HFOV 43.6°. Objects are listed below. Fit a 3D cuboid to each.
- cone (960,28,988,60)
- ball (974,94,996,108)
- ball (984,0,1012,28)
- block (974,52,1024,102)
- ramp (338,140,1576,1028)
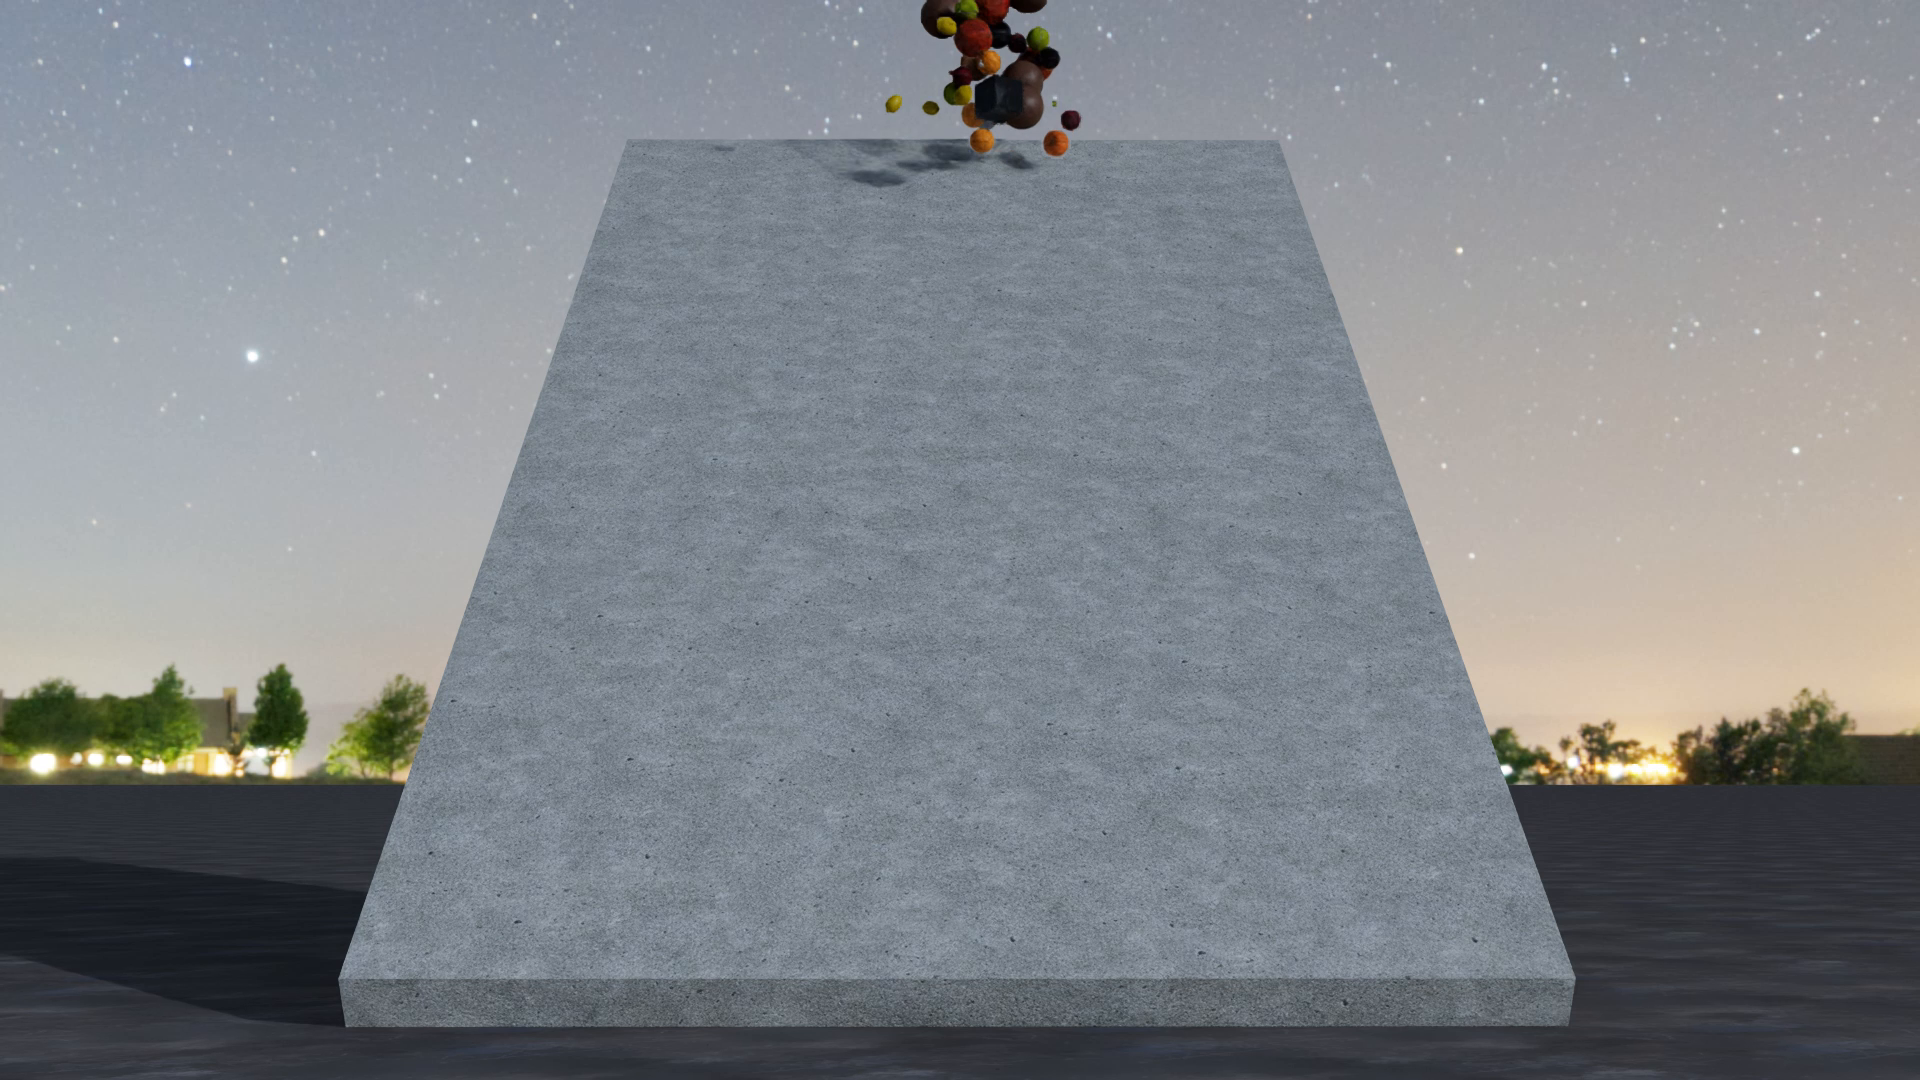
[{"bbox_3d":[0.021,-1.479,7.198,0.095,0.095,0.095,3,1,-27],"label":"cone"},{"bbox_3d":[0.077,-1.322,7.172,0.068,0.068,0.068,0,-6,0],"label":"ball"},{"bbox_3d":[0.113,-1.583,7.217,0.084,0.084,0.084,0,-6,0],"label":"ball"},{"bbox_3d":[0.110,-1.309,6.790,0.096,0.096,0.096,6,-14,-36],"label":"block"},{"bbox_3d":[-0.012,-0.217,5.653,2.000,0.100,4.000,0,29,0],"label":"ramp"}]
